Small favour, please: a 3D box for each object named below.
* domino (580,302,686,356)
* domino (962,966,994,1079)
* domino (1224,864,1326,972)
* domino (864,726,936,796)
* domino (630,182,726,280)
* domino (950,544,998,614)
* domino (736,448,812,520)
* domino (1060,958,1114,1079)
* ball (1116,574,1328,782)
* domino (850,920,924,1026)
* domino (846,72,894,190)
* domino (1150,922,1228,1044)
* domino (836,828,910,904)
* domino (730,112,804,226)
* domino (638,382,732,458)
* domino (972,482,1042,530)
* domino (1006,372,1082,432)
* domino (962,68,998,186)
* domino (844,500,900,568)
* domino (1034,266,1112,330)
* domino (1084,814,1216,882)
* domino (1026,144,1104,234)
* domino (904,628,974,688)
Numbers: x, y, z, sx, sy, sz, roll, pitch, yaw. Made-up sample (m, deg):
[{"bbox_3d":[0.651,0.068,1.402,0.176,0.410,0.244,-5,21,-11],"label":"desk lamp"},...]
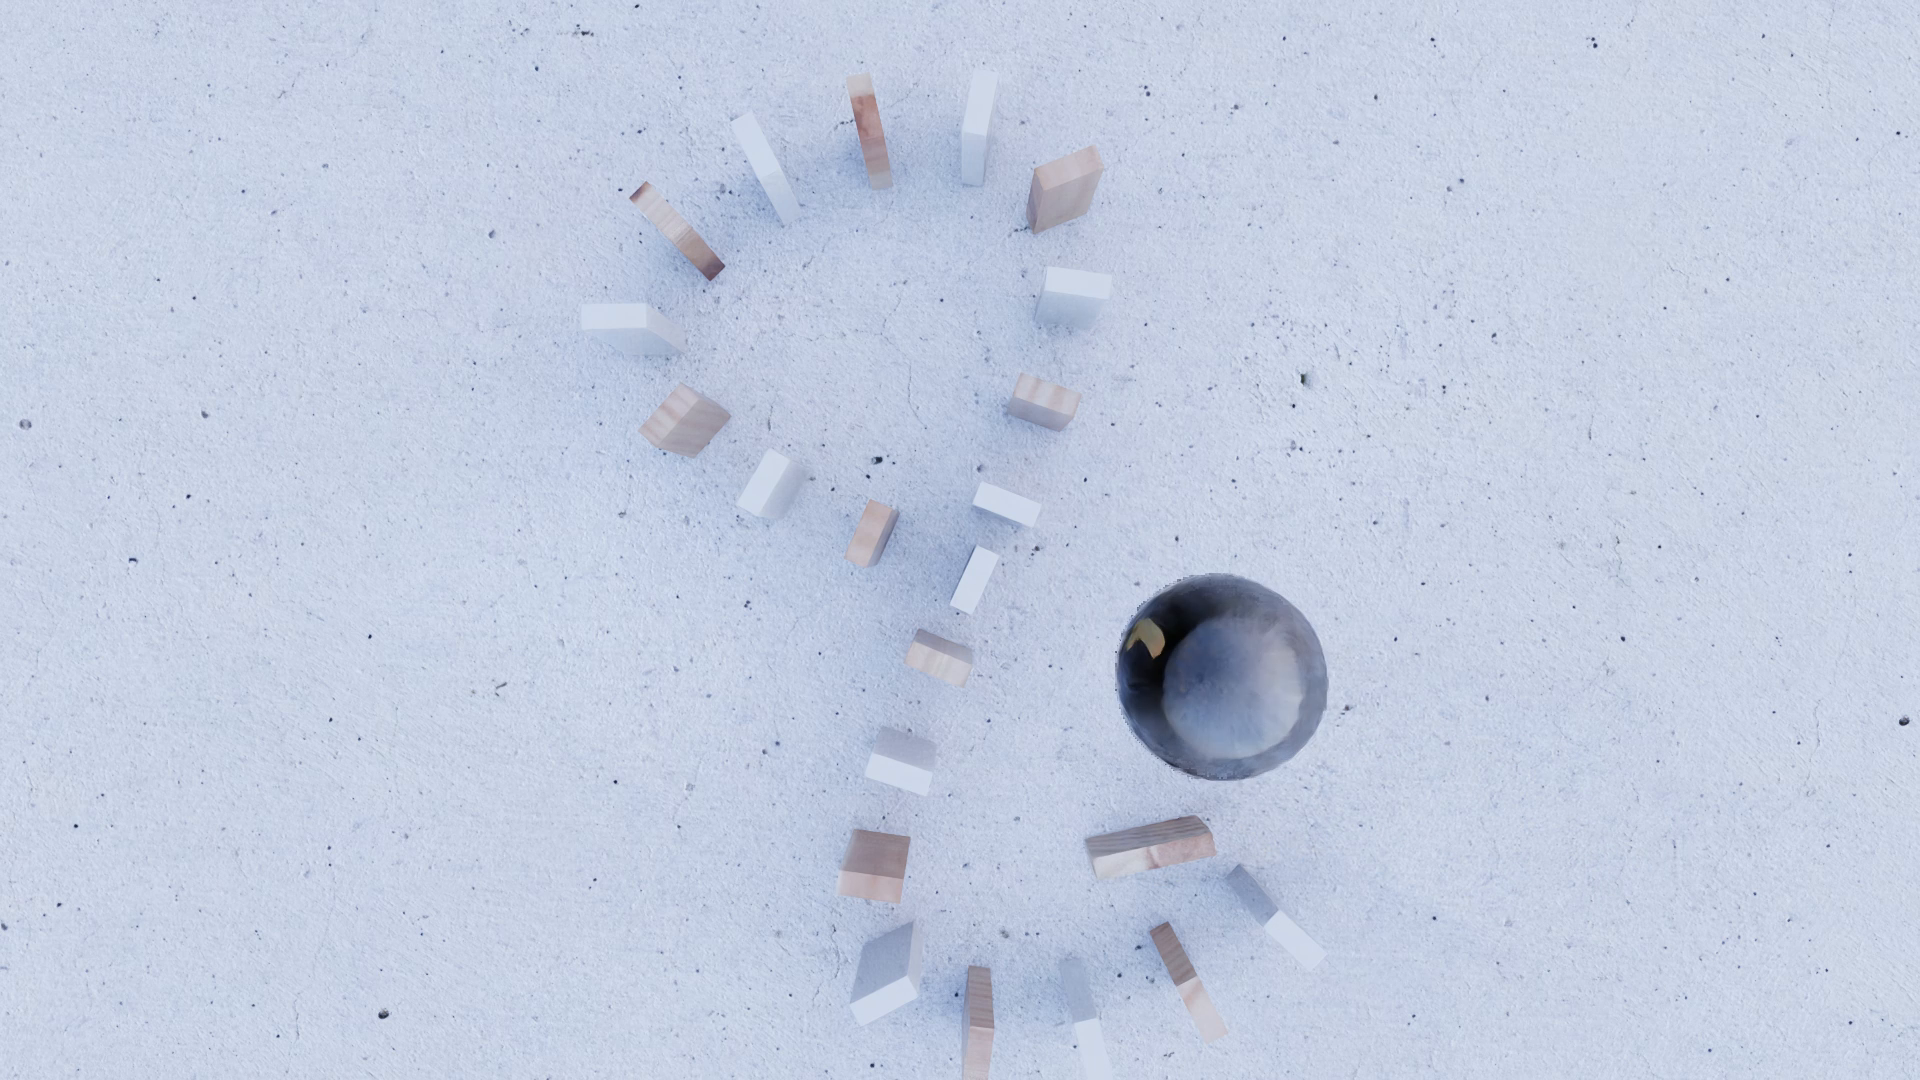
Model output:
[{"bbox_3d":[-0.132,-0.086,0.375,0.025,0.050,0.009,-1,90,0],"label":"domino"},{"bbox_3d":[0.007,0.199,0.375,0.009,0.050,0.025,8,90,0],"label":"domino"},{"bbox_3d":[0.128,0.153,0.375,0.025,0.050,0.010,43,90,0],"label":"domino"},{"bbox_3d":[-0.023,0.090,0.375,0.025,0.050,0.009,18,90,0],"label":"domino"},{"bbox_3d":[-0.114,-0.125,0.375,0.009,0.050,0.025,-45,90,0],"label":"domino"},{"bbox_3d":[0.006,0.015,0.375,0.010,0.050,0.025,25,90,0],"label":"domino"},{"bbox_3d":[-0.075,-0.022,0.375,0.009,0.050,0.025,30,90,0],"label":"domino"},{"bbox_3d":[0.051,0.196,0.375,0.009,0.050,0.025,-14,90,0],"label":"domino"},{"bbox_3d":[0.102,0.054,0.360,0.080,0.080,0.080,0,90,0],"label":"ball"},{"bbox_3d":[-0.029,0.176,0.375,0.025,0.050,0.009,-27,90,0],"label":"domino"},{"bbox_3d":[-0.036,-0.166,0.375,0.009,0.050,0.025,-13,90,0],"label":"domino"},{"bbox_3d":[0.093,0.180,0.375,0.010,0.050,0.025,-28,90,0],"label":"domino"},{"bbox_3d":[-0.035,0.133,0.375,0.025,0.050,0.010,8,90,0],"label":"domino"},{"bbox_3d":[-0.078,-0.151,0.375,0.009,0.050,0.025,-27,90,0],"label":"domino"},{"bbox_3d":[-0.111,-0.048,0.375,0.010,0.050,0.025,42,90,0],"label":"domino"},{"bbox_3d":[0.018,-0.014,0.375,0.025,0.050,0.010,21,90,0],"label":"domino"},{"bbox_3d":[0.033,-0.055,0.375,0.025,0.050,0.010,19,90,0],"label":"domino"},{"bbox_3d":[0.008,-0.167,0.375,0.009,0.050,0.025,11,90,0],"label":"domino"},{"bbox_3d":[-0.035,-0.003,0.375,0.009,0.050,0.025,24,90,0],"label":"domino"},{"bbox_3d":[0.045,-0.098,0.375,0.025,0.050,0.009,8,90,0],"label":"domino"},{"bbox_3d":[0.080,0.130,0.388,0.050,0.025,0.009,-12,90,0],"label":"domino"},{"bbox_3d":[0.042,-0.142,0.375,0.025,0.050,0.009,-22,90,0],"label":"domino"},{"bbox_3d":[-0.008,0.048,0.375,0.025,0.050,0.010,22,90,0],"label":"domino"}]
